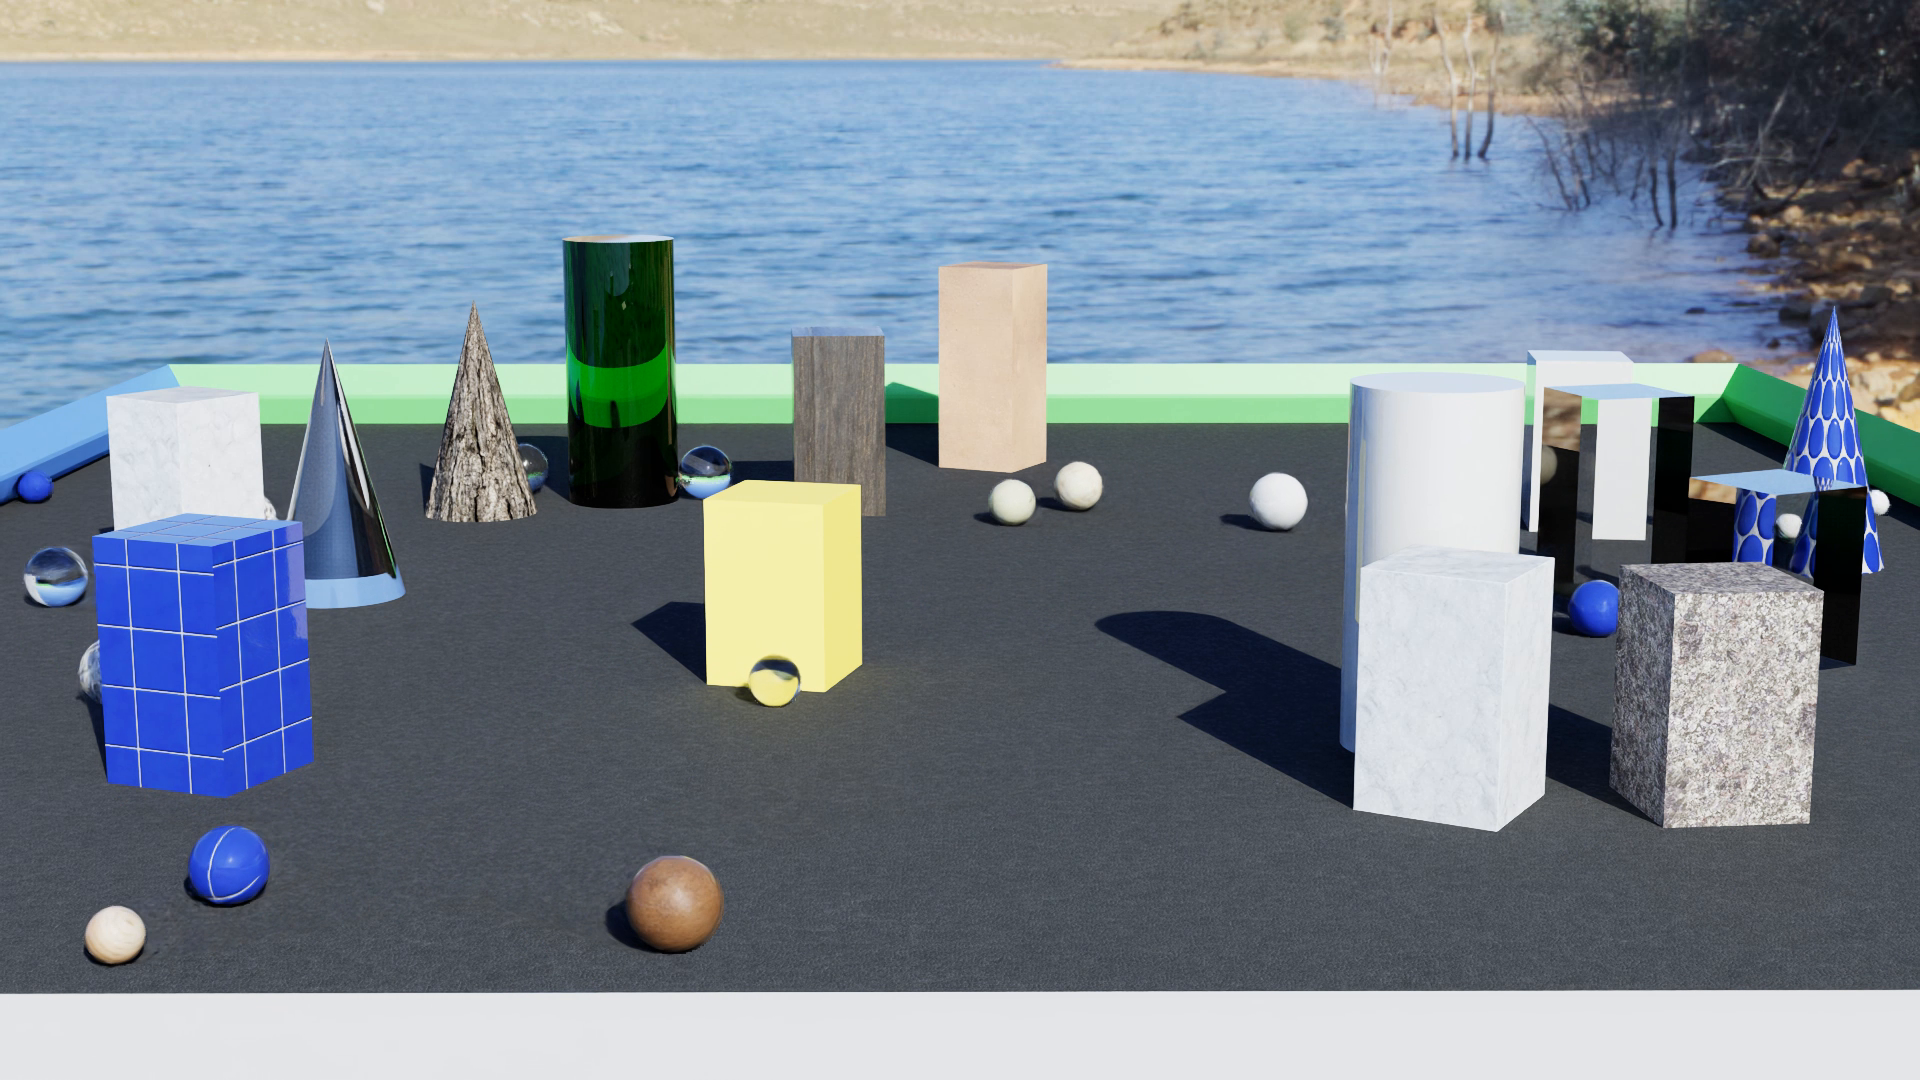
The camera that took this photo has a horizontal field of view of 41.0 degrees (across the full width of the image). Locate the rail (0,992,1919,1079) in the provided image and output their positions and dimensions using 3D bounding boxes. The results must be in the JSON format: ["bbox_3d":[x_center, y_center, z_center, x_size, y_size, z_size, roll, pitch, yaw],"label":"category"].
[{"bbox_3d":[0.010,0.354,1.725,3.178,0.119,0.045,0,11,0],"label":"rail"}]

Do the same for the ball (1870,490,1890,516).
[{"bbox_3d":[1.477,-0.059,4.139,0.042,0.042,0.042,0,11,0],"label":"ball"}]

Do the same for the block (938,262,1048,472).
[{"bbox_3d":[0.060,-0.316,4.644,0.146,0.362,0.146,5,12,26],"label":"block"}]

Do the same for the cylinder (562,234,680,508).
[{"bbox_3d":[-0.563,-0.282,4.263,0.183,0.436,0.183,0,11,0],"label":"cylinder"}]

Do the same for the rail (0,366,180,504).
[{"bbox_3d":[-1.565,0.032,3.441,0.045,0.119,3.557,0,11,0],"label":"rail"}]

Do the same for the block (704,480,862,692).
[{"bbox_3d":[-0.209,0.052,3.060,0.146,0.222,0.146,3,11,15],"label":"block"}]

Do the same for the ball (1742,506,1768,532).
[{"bbox_3d":[1.241,-0.032,3.997,0.042,0.042,0.042,0,11,0],"label":"ball"}]

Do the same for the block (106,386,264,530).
[{"bbox_3d":[-1.097,-0.077,3.645,0.146,0.261,0.146,7,13,32],"label":"block"}]

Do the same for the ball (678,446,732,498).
[{"bbox_3d":[-0.427,-0.113,4.302,0.089,0.089,0.089,0,11,0],"label":"ball"}]

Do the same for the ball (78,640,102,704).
[{"bbox_3d":[-0.959,0.150,2.918,0.082,0.082,0.082,0,11,0],"label":"ball"}]

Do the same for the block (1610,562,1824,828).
[{"bbox_3d":[0.740,0.149,2.522,0.146,0.229,0.146,-1,11,-6],"label":"block"}]

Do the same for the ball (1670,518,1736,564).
[{"bbox_3d":[1.049,0.014,3.620,0.090,0.090,0.090,0,11,0],"label":"ball"}]

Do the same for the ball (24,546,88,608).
[{"bbox_3d":[-1.217,0.050,3.454,0.081,0.081,0.081,0,11,0],"label":"ball"}]

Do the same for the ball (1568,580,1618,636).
[{"bbox_3d":[0.814,0.087,3.278,0.072,0.072,0.072,0,11,0],"label":"ball"}]

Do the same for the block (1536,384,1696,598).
[{"bbox_3d":[0.899,-0.065,3.527,0.146,0.280,0.146,-3,11,-16],"label":"block"}]

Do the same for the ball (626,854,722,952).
[{"bbox_3d":[-0.237,0.300,2.121,0.080,0.080,0.080,0,11,0],"label":"ball"}]

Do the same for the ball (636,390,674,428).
[{"bbox_3d":[-0.608,-0.260,5.121,0.076,0.076,0.076,0,11,0],"label":"ball"}]

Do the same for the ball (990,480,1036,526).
[{"bbox_3d":[0.083,-0.059,4.057,0.073,0.073,0.073,0,11,0],"label":"ball"}]

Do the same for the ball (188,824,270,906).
[{"bbox_3d":[-0.637,0.284,2.238,0.070,0.070,0.070,0,11,0],"label":"ball"}]

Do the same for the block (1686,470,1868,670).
[{"bbox_3d":[0.993,0.038,3.137,0.146,0.221,0.146,-5,12,-26],"label":"block"}]

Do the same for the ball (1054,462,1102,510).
[{"bbox_3d":[0.193,-0.087,4.189,0.080,0.080,0.080,0,11,0],"label":"ball"}]

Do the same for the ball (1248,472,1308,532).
[{"bbox_3d":[0.497,-0.060,4.010,0.091,0.091,0.091,0,11,0],"label":"ball"}]

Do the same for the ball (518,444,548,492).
[{"bbox_3d":[-0.741,-0.121,4.353,0.085,0.085,0.085,0,11,0],"label":"ball"}]

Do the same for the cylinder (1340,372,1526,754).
[{"bbox_3d":[0.501,0.027,2.733,0.183,0.392,0.183,0,11,0],"label":"cylinder"}]

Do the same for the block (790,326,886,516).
[{"bbox_3d":[-0.199,-0.195,4.187,0.146,0.292,0.146,-1,11,-5],"label":"block"}]

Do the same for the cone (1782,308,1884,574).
[{"bbox_3d":[1.258,-0.152,3.727,0.183,0.378,0.183,0,11,0],"label":"cone"}]

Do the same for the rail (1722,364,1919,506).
[{"bbox_3d":[1.565,0.029,3.459,0.045,0.119,3.557,0,11,0],"label":"rail"}]

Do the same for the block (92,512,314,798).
[{"bbox_3d":[-0.775,0.115,2.634,0.146,0.256,0.146,4,11,21],"label":"block"}]

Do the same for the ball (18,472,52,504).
[{"bbox_3d":[-1.538,-0.087,4.263,0.052,0.052,0.052,0,11,0],"label":"ball"}]

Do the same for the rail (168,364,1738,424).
[{"bbox_3d":[-0.010,-0.293,5.175,3.178,0.119,0.045,0,11,0],"label":"rail"}]

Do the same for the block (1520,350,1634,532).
[{"bbox_3d":[0.972,-0.157,4.049,0.146,0.268,0.146,1,11,7],"label":"block"}]

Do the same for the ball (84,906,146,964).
[{"bbox_3d":[-0.688,0.322,2.091,0.048,0.048,0.048,0,11,0],"label":"ball"}]

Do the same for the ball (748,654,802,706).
[{"bbox_3d":[-0.211,0.160,2.924,0.060,0.060,0.060,0,11,0],"label":"ball"}]

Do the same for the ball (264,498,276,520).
[{"bbox_3d":[-1.070,-0.028,3.843,0.091,0.091,0.091,0,11,0],"label":"ball"}]

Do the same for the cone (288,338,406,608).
[{"bbox_3d":[-0.858,-0.101,3.506,0.183,0.357,0.183,0,11,0],"label":"cone"}]

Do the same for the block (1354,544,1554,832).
[{"bbox_3d":[0.487,0.141,2.528,0.146,0.242,0.146,6,12,30],"label":"block"}]

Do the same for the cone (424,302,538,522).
[{"bbox_3d":[-0.781,-0.217,4.150,0.183,0.348,0.183,0,11,0],"label":"cone"}]
